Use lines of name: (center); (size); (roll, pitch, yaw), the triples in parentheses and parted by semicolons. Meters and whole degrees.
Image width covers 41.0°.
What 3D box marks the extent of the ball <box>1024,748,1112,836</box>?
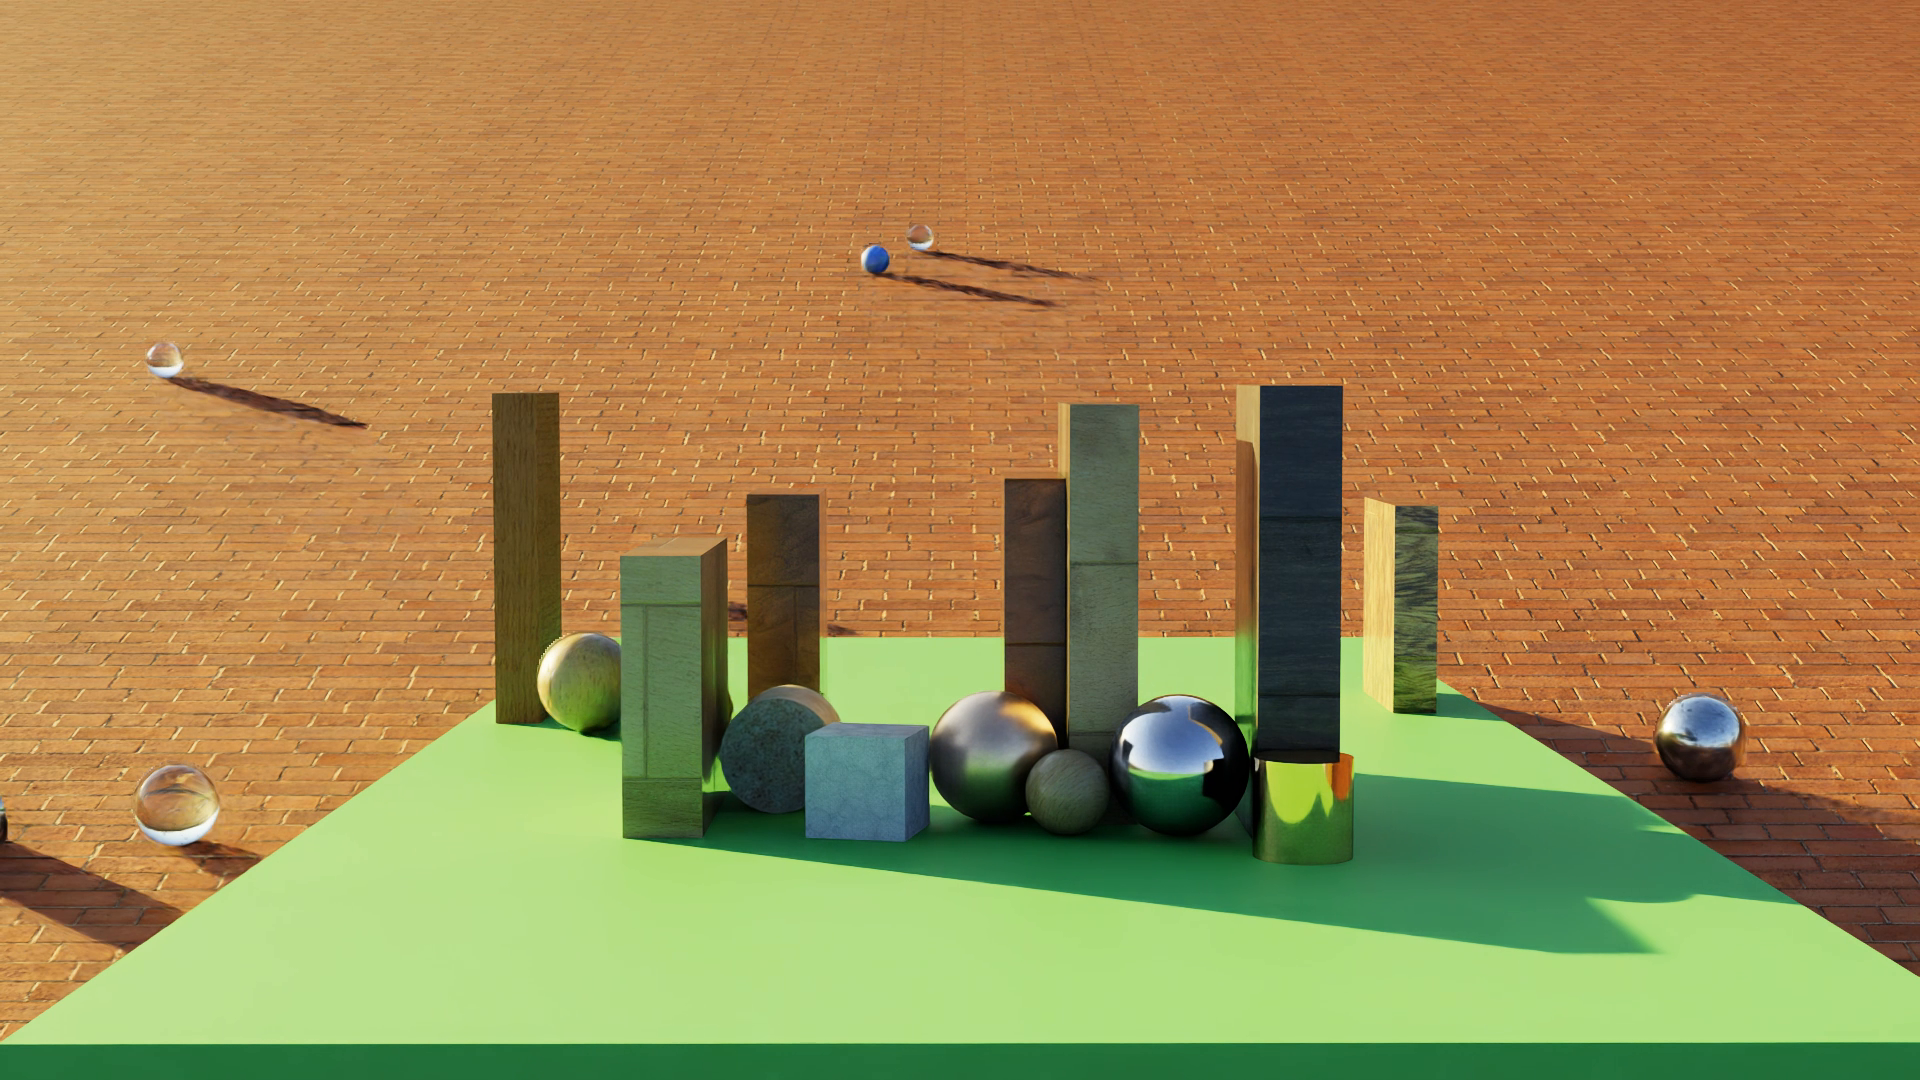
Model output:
ball: (0.155, 0.362, 3.691); (0.124, 0.124, 0.124); (0, 20, 0)

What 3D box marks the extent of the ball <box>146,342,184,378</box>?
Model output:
ball: (-2.802, -0.634, 9.047); (0.127, 0.127, 0.127); (0, 20, 0)

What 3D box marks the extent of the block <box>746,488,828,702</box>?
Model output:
block: (-0.315, 0.136, 4.709); (0.129, 0.451, 0.266); (0, 4, 0)

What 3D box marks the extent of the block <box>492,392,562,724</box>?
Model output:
block: (-0.843, 0.027, 5.016); (0.084, 0.629, 0.280); (0, 4, 0)

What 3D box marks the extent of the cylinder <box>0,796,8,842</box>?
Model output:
cylinder: (-2.179, 0.608, 5.599); (0.149, 0.149, 0.149); (-15, 25, -36)

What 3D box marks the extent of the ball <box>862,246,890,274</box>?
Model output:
ball: (-0.346, -1.142, 10.465); (0.115, 0.115, 0.115); (0, 20, 0)

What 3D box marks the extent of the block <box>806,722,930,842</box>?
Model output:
block: (-0.133, 0.349, 3.725); (0.147, 0.147, 0.147); (1, 4, 13)

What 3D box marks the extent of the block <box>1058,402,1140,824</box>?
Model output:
block: (0.210, 0.098, 3.970); (0.101, 0.617, 0.420); (0, 4, 0)

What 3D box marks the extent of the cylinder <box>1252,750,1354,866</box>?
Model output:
cylinder: (0.471, 0.366, 3.526); (0.138, 0.138, 0.138); (0, 4, 0)

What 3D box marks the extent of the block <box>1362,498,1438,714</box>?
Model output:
block: (0.892, 0.125, 5.210); (0.085, 0.408, 0.371); (0, 4, 0)

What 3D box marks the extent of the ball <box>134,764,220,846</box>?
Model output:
ball: (-1.717, 0.580, 5.628); (0.181, 0.181, 0.181); (0, 20, 0)

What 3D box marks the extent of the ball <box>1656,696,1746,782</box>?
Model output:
ball: (1.711, 0.460, 5.929); (0.202, 0.202, 0.202); (0, 20, 0)

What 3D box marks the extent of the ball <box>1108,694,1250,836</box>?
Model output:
ball: (0.314, 0.323, 3.686); (0.204, 0.204, 0.204); (0, 20, 0)

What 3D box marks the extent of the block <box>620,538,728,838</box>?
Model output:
block: (-0.426, 0.211, 3.871); (0.114, 0.404, 0.429); (0, 4, 0)

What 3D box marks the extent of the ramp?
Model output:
ramp: (0.047, 0.422, 4.534); (2.000, 0.100, 4.000); (0, 4, 0)

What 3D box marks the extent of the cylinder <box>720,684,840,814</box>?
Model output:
cylinder: (-0.272, 0.321, 3.962); (0.175, 0.175, 0.175); (1, 4, 2)

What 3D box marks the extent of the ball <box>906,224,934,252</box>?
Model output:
ball: (-0.168, -1.275, 10.834); (0.113, 0.113, 0.113); (0, 20, 0)

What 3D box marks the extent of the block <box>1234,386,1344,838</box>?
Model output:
block: (0.473, 0.099, 3.727); (0.115, 0.645, 0.297); (0, 4, 0)

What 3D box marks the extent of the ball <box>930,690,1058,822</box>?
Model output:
ball: (0.050, 0.320, 3.803); (0.195, 0.195, 0.195); (0, 20, 0)

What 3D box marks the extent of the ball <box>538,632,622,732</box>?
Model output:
ball: (-0.692, 0.265, 4.776); (0.185, 0.185, 0.185); (0, 20, 0)

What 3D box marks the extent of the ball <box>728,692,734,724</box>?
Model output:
ball: (-0.471, 0.305, 4.670); (0.117, 0.117, 0.117); (0, 20, 0)

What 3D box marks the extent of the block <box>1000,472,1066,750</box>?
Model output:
block: (0.113, 0.150, 4.034); (0.092, 0.505, 0.290); (0, 4, 0)
